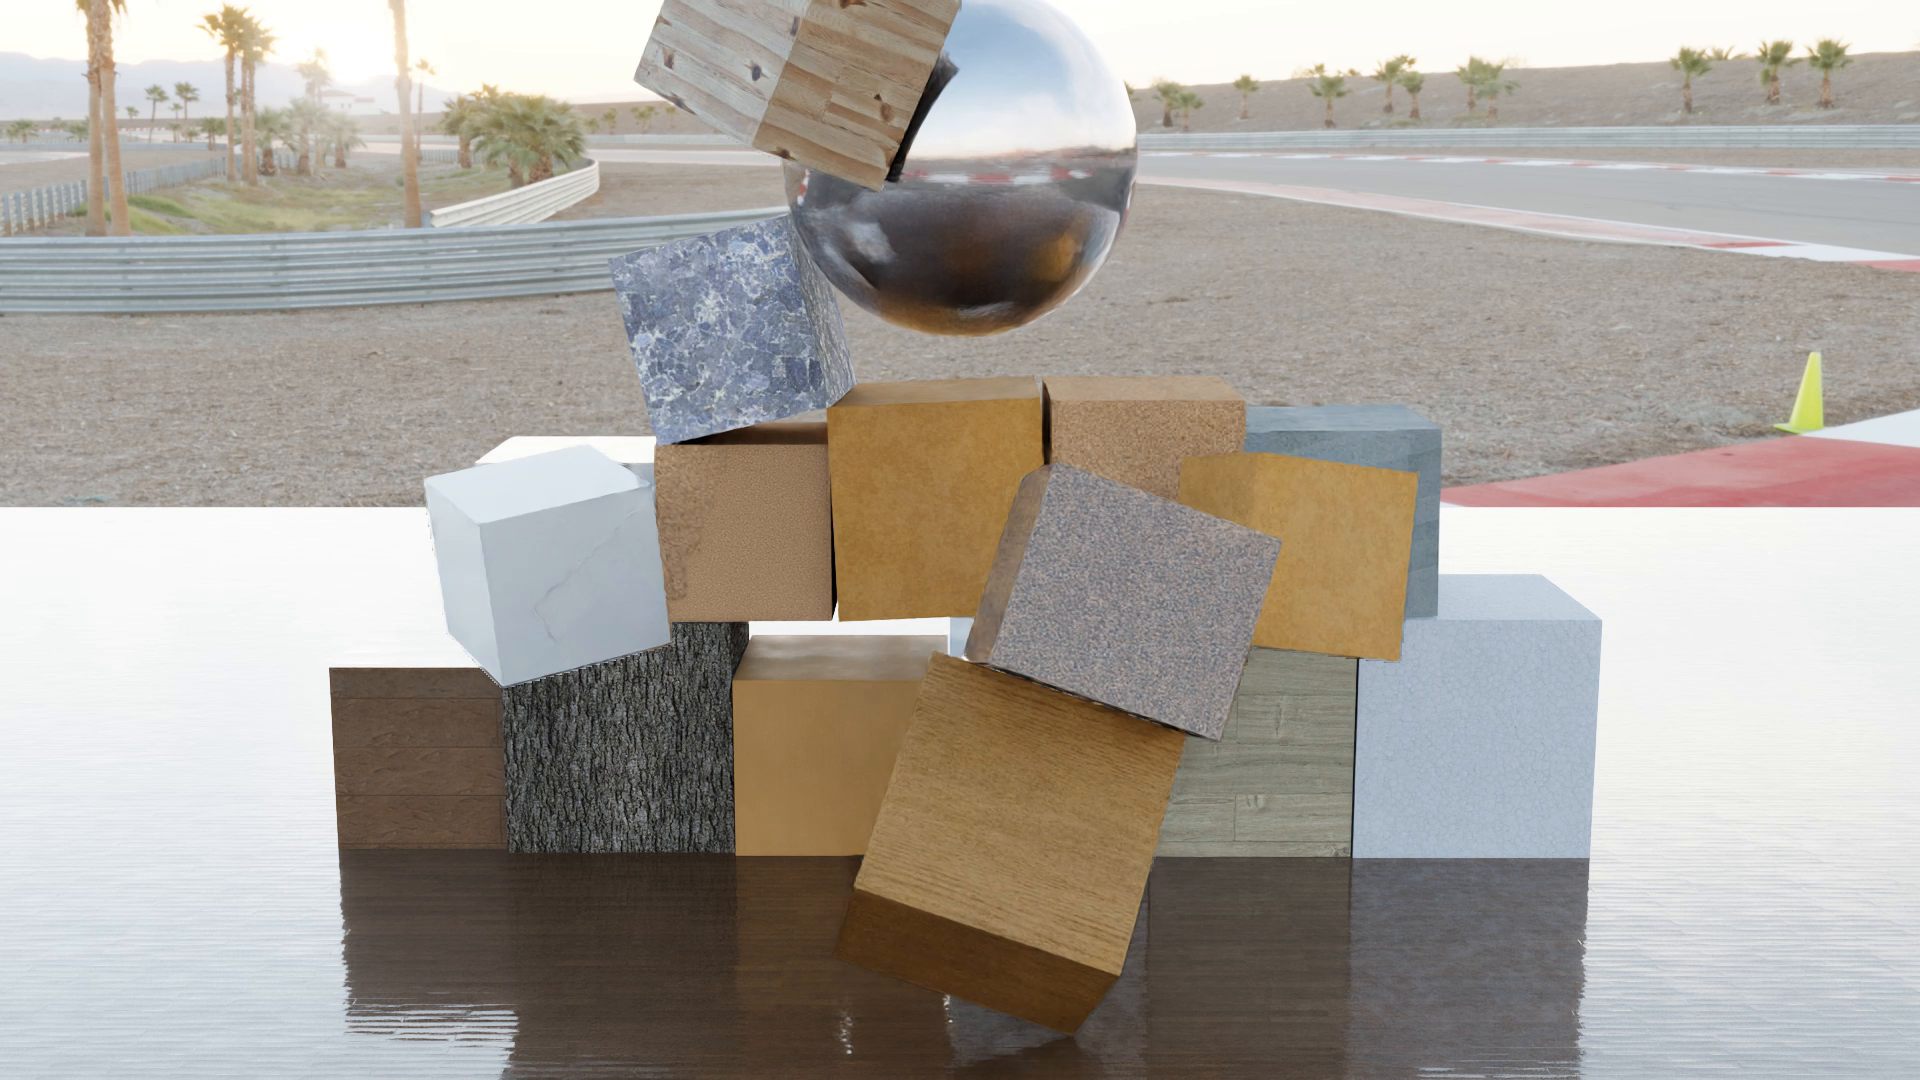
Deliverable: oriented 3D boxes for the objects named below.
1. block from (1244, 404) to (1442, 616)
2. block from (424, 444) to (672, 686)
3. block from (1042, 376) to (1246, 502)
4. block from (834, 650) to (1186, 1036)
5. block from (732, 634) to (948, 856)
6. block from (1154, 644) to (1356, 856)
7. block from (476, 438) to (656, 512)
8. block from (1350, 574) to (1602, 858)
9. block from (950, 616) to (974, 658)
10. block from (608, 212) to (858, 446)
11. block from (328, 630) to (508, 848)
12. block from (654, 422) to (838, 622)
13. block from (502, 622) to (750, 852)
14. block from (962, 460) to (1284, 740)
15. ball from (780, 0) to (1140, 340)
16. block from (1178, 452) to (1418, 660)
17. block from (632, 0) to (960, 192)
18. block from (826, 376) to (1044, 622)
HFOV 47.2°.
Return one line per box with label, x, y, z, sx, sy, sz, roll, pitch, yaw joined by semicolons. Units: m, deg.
block;1.849;-0.162;11.143;0.951;0.921;0.995;-1;10;0
block;-1.736;0.085;9.243;0.732;0.697;0.754;-14;22;-26
block;0.901;-0.239;11.144;0.929;1.075;1.088;0;10;0
block;0.174;1.192;8.504;1.002;0.969;0.993;18;-26;1
block;-0.588;1.038;11.355;1.053;0.896;1.018;0;10;0
block;1.442;0.942;11.346;0.991;1.087;1.068;0;10;0
block;-1.916;-0.064;11.158;0.860;0.802;0.884;0;10;0
block;2.535;0.879;11.358;1.174;1.207;1.154;0;10;0
block;0.443;0.882;11.351;0.988;1.204;1.032;0;10;0
block;-1.104;-1.073;10.910;0.873;0.926;0.876;-12;10;8
block;-2.695;1.013;11.375;0.854;0.937;0.854;0;10;0
block;-1.057;-0.108;11.179;0.852;0.877;0.874;0;10;0
block;-1.692;0.902;11.345;1.133;1.166;0.949;0;10;0
block;0.585;0.237;8.273;0.881;0.762;0.821;19;-5;-6
ball;0.000;-1.704;9.856;1.600;1.600;1.600;0;10;0
block;1.466;0.073;9.846;0.766;0.820;0.828;7;-2;-17
block;-0.665;-2.016;8.906;0.789;0.822;0.766;34;15;36
block;-0.103;-0.232;11.156;1.030;1.059;1.008;-3;10;0
